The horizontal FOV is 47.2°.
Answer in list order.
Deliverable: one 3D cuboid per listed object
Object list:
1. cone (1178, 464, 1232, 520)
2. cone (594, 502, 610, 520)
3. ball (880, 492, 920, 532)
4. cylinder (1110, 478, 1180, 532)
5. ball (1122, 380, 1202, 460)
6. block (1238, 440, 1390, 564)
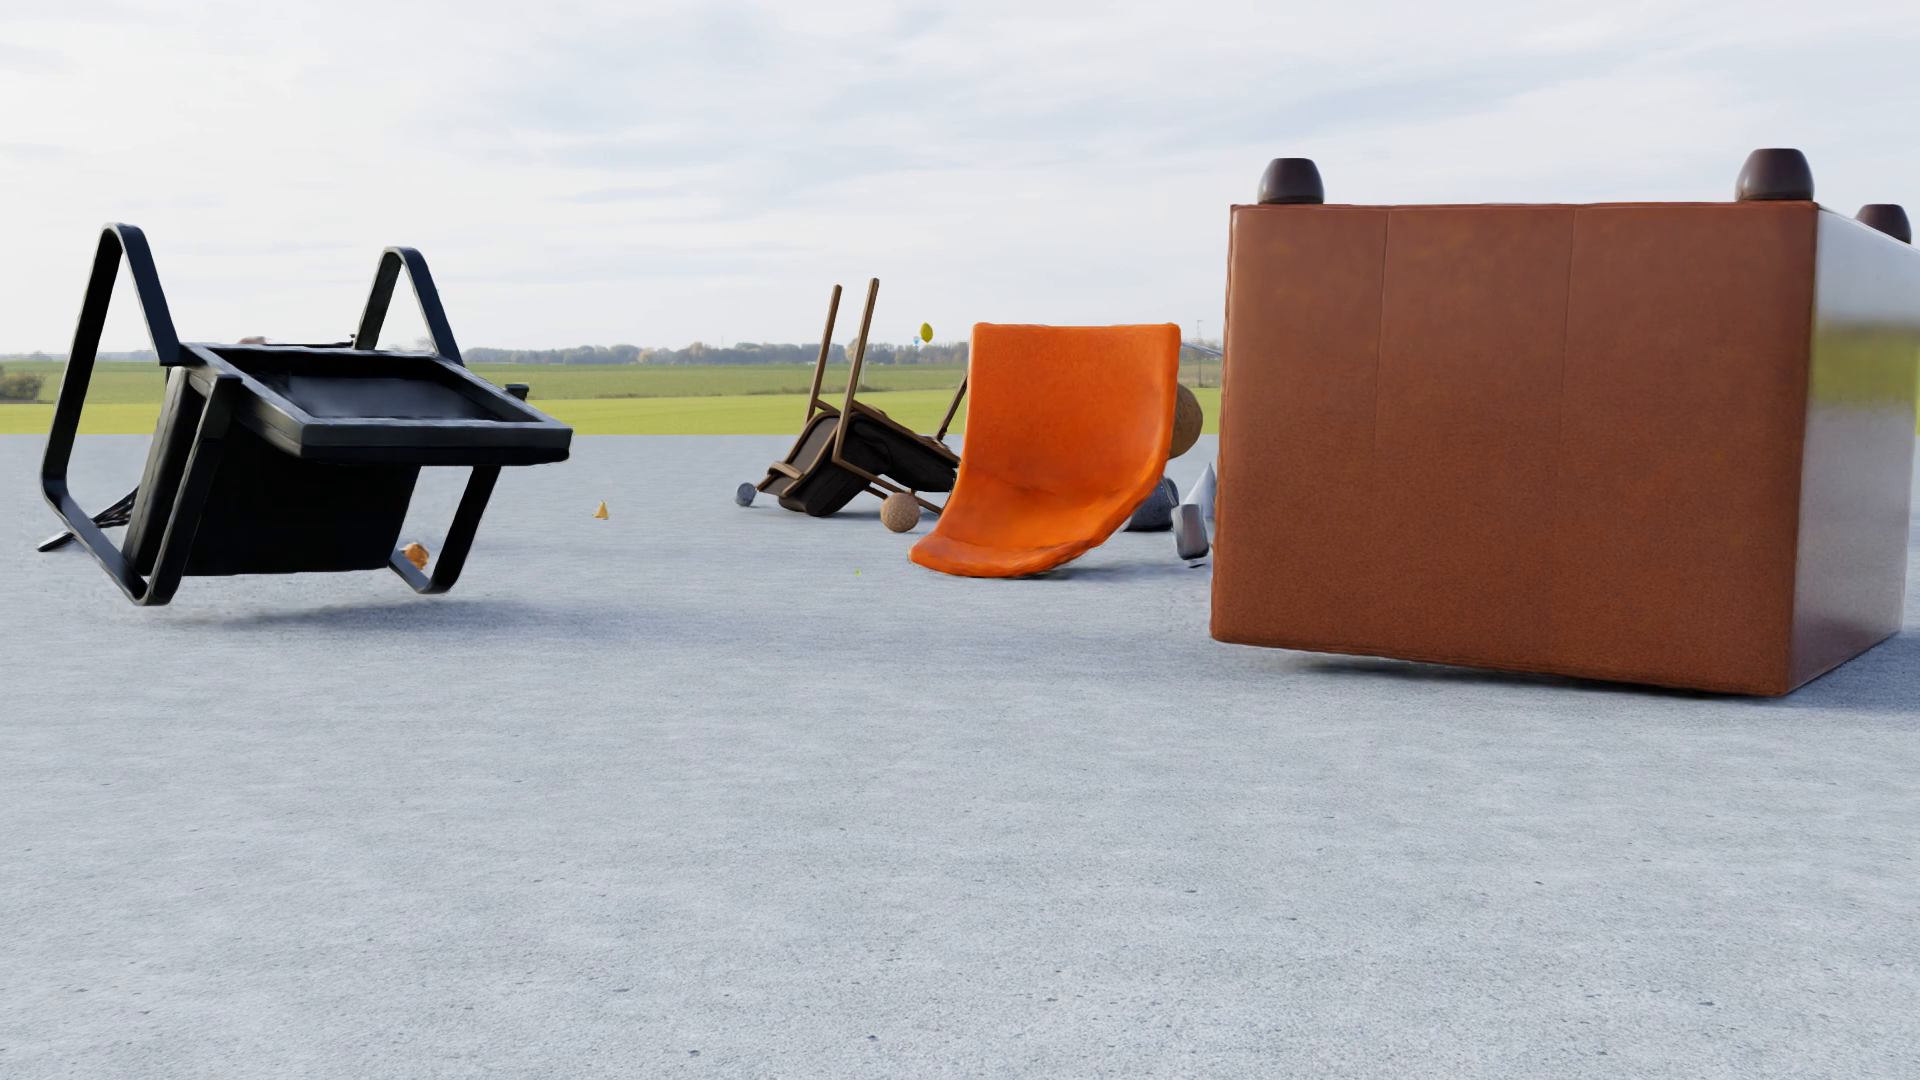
[{"bbox_3d":[0.850,-0.175,7.563,0.194,0.189,0.264,6,3,3],"label":"cone"},{"bbox_3d":[-1.229,-0.106,7.559,0.051,0.062,0.057,3,-7,17],"label":"cone"},{"bbox_3d":[-0.186,-0.085,6.872,0.126,0.126,0.126,0,4,0],"label":"ball"},{"bbox_3d":[0.583,-0.112,6.967,0.164,0.162,0.171,-2,-37,-22],"label":"cylinder"},{"bbox_3d":[0.609,-0.361,6.617,0.242,0.242,0.242,0,4,0],"label":"ball"},{"bbox_3d":[0.922,-0.102,5.751,0.315,0.212,0.121,24,-12,44],"label":"block"}]
